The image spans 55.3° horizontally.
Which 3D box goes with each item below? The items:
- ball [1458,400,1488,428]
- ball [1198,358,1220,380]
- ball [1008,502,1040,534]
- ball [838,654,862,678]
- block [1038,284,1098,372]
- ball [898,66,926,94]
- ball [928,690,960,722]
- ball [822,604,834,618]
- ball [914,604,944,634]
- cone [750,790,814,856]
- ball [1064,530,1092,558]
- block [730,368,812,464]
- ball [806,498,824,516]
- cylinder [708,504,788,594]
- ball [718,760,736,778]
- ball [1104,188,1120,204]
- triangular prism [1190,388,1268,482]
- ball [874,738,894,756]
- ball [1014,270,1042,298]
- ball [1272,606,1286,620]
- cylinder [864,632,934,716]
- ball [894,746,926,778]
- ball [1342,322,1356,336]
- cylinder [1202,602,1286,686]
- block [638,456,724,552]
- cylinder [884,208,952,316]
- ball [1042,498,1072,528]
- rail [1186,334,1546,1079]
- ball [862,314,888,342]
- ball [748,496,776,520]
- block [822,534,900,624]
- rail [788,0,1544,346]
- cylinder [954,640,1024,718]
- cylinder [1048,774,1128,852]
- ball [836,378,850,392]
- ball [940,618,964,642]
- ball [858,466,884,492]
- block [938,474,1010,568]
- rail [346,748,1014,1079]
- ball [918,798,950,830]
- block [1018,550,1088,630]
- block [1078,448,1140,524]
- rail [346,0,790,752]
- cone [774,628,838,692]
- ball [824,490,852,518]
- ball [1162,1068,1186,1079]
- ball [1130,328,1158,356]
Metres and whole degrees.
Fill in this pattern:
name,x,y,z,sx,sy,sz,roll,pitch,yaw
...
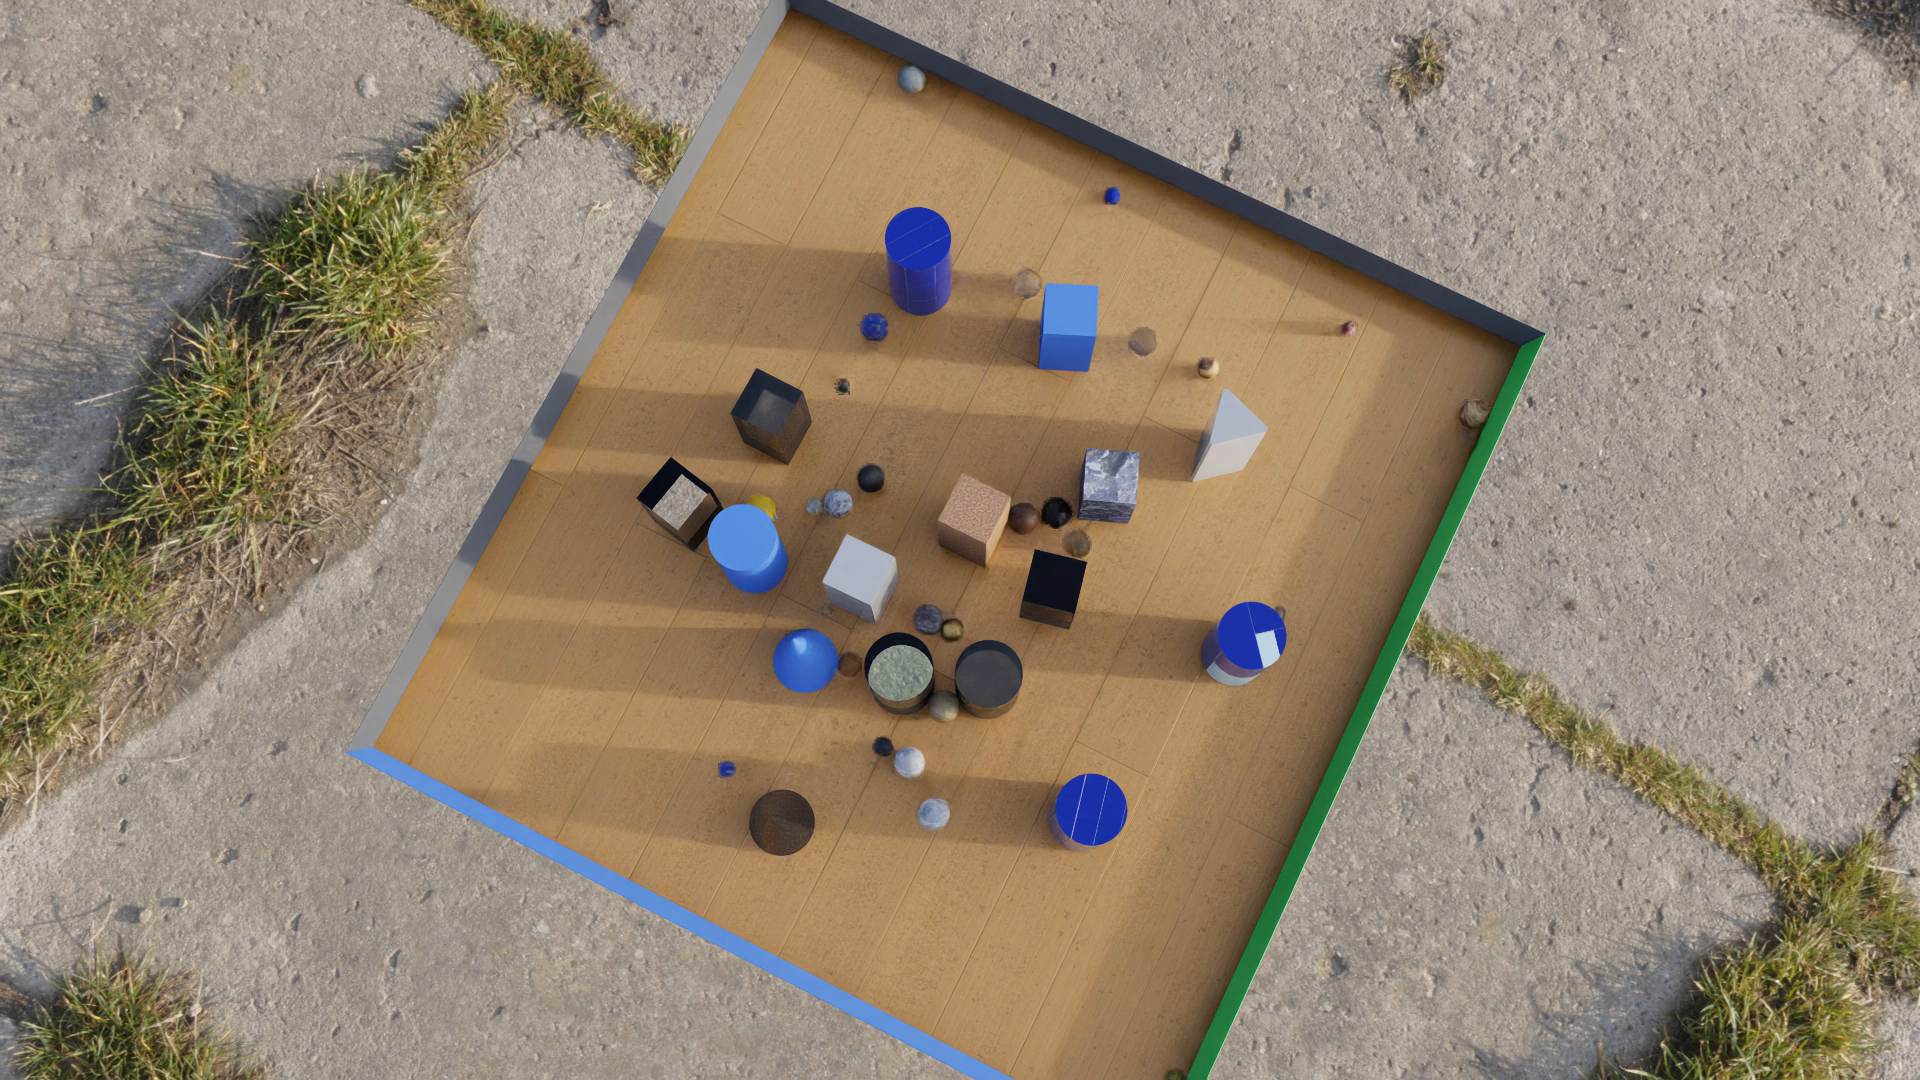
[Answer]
name,x,y,z,sx,sy,sz,roll,pitch,yaw
ball,1.585,-0.388,5.651,0.089,0.089,0.089,0,78,0
ball,0.772,-0.532,5.692,0.067,0.067,0.067,0,78,0
ball,0.195,-0.068,5.581,0.096,0.096,0.096,0,78,0
ball,-0.332,0.376,5.502,0.072,0.072,0.072,0,78,0
block,0.327,-0.642,5.568,0.156,0.356,0.156,3,78,1
ball,-0.153,-1.478,5.878,0.086,0.086,0.086,0,78,0
ball,-0.049,0.496,5.464,0.098,0.098,0.098,0,78,0
ball,-0.400,0.213,5.551,0.042,0.042,0.042,0,78,0
ball,-0.096,0.237,5.522,0.089,0.089,0.089,0,78,0
cone,-0.529,0.803,5.266,0.195,0.362,0.195,0,78,0
ball,0.358,0.013,5.570,0.086,0.086,0.086,0,78,0
block,-0.564,-0.368,5.520,0.156,0.337,0.156,27,80,5
ball,-0.445,-0.100,5.611,0.052,0.052,0.052,0,78,0
cylinder,-0.624,0.030,5.421,0.195,0.372,0.195,0,78,0
ball,-0.692,0.682,5.450,0.049,0.049,0.049,0,78,0
ball,0.484,-1.090,5.817,0.050,0.050,0.050,0,78,0
triangular prism,0.776,-0.317,5.448,0.169,0.458,0.146,-14,79,-3
ball,-0.226,0.617,5.460,0.057,0.057,0.057,0,78,0
ball,0.212,-0.803,5.736,0.090,0.090,0.090,0,78,0
ball,0.960,0.226,5.546,0.047,0.047,0.047,0,78,0
cylinder,-0.173,0.394,5.349,0.195,0.365,0.195,0,78,0
ball,-0.149,0.659,5.434,0.091,0.091,0.091,0,78,0
ball,1.218,-0.661,5.730,0.045,0.045,0.045,0,78,0
cylinder,0.827,0.307,5.366,0.195,0.365,0.195,0,78,0
block,-0.829,-0.103,5.473,0.156,0.324,0.156,37,81,7
cylinder,-0.123,-0.843,5.579,0.195,0.415,0.195,0,78,0
ball,0.294,-0.080,5.587,0.090,0.090,0.090,0,78,0
rail,1.162,0.576,5.432,0.045,0.127,2.754,26,80,5
ball,-0.265,-0.661,5.710,0.084,0.084,0.084,0,78,0
ball,-0.607,-0.090,5.587,0.094,0.094,0.094,0,78,0
block,-0.290,0.120,5.413,0.156,0.349,0.156,25,79,5
rail,0.605,-1.179,5.795,2.646,0.127,0.045,26,80,5
cylinder,0.082,0.412,5.378,0.195,0.301,0.195,0,78,0
cylinder,0.358,0.780,5.214,0.195,0.471,0.195,0,78,0
ball,-0.361,-0.479,5.693,0.044,0.044,0.044,0,78,0
ball,-0.022,0.270,5.524,0.071,0.071,0.071,0,78,0
ball,-0.273,-0.187,5.612,0.085,0.085,0.085,0,78,0
block,0.041,-0.054,5.442,0.156,0.363,0.156,26,80,5
rail,-0.605,1.192,5.304,2.646,0.127,0.045,26,80,5
ball,-0.075,0.805,5.403,0.093,0.093,0.093,0,78,0
block,0.274,0.149,5.433,0.156,0.299,0.156,14,79,3
block,0.445,-0.160,5.512,0.156,0.270,0.156,5,78,1
rail,-1.162,-0.562,5.667,0.045,0.127,2.754,26,80,5
cone,-0.467,0.321,5.327,0.195,0.436,0.195,0,78,0
ball,-0.372,-0.111,5.596,0.085,0.085,0.085,0,78,0
ball,0.615,1.552,5.263,0.064,0.064,0.064,0,78,0
ball,0.571,-0.616,5.699,0.087,0.087,0.087,0,78,0
